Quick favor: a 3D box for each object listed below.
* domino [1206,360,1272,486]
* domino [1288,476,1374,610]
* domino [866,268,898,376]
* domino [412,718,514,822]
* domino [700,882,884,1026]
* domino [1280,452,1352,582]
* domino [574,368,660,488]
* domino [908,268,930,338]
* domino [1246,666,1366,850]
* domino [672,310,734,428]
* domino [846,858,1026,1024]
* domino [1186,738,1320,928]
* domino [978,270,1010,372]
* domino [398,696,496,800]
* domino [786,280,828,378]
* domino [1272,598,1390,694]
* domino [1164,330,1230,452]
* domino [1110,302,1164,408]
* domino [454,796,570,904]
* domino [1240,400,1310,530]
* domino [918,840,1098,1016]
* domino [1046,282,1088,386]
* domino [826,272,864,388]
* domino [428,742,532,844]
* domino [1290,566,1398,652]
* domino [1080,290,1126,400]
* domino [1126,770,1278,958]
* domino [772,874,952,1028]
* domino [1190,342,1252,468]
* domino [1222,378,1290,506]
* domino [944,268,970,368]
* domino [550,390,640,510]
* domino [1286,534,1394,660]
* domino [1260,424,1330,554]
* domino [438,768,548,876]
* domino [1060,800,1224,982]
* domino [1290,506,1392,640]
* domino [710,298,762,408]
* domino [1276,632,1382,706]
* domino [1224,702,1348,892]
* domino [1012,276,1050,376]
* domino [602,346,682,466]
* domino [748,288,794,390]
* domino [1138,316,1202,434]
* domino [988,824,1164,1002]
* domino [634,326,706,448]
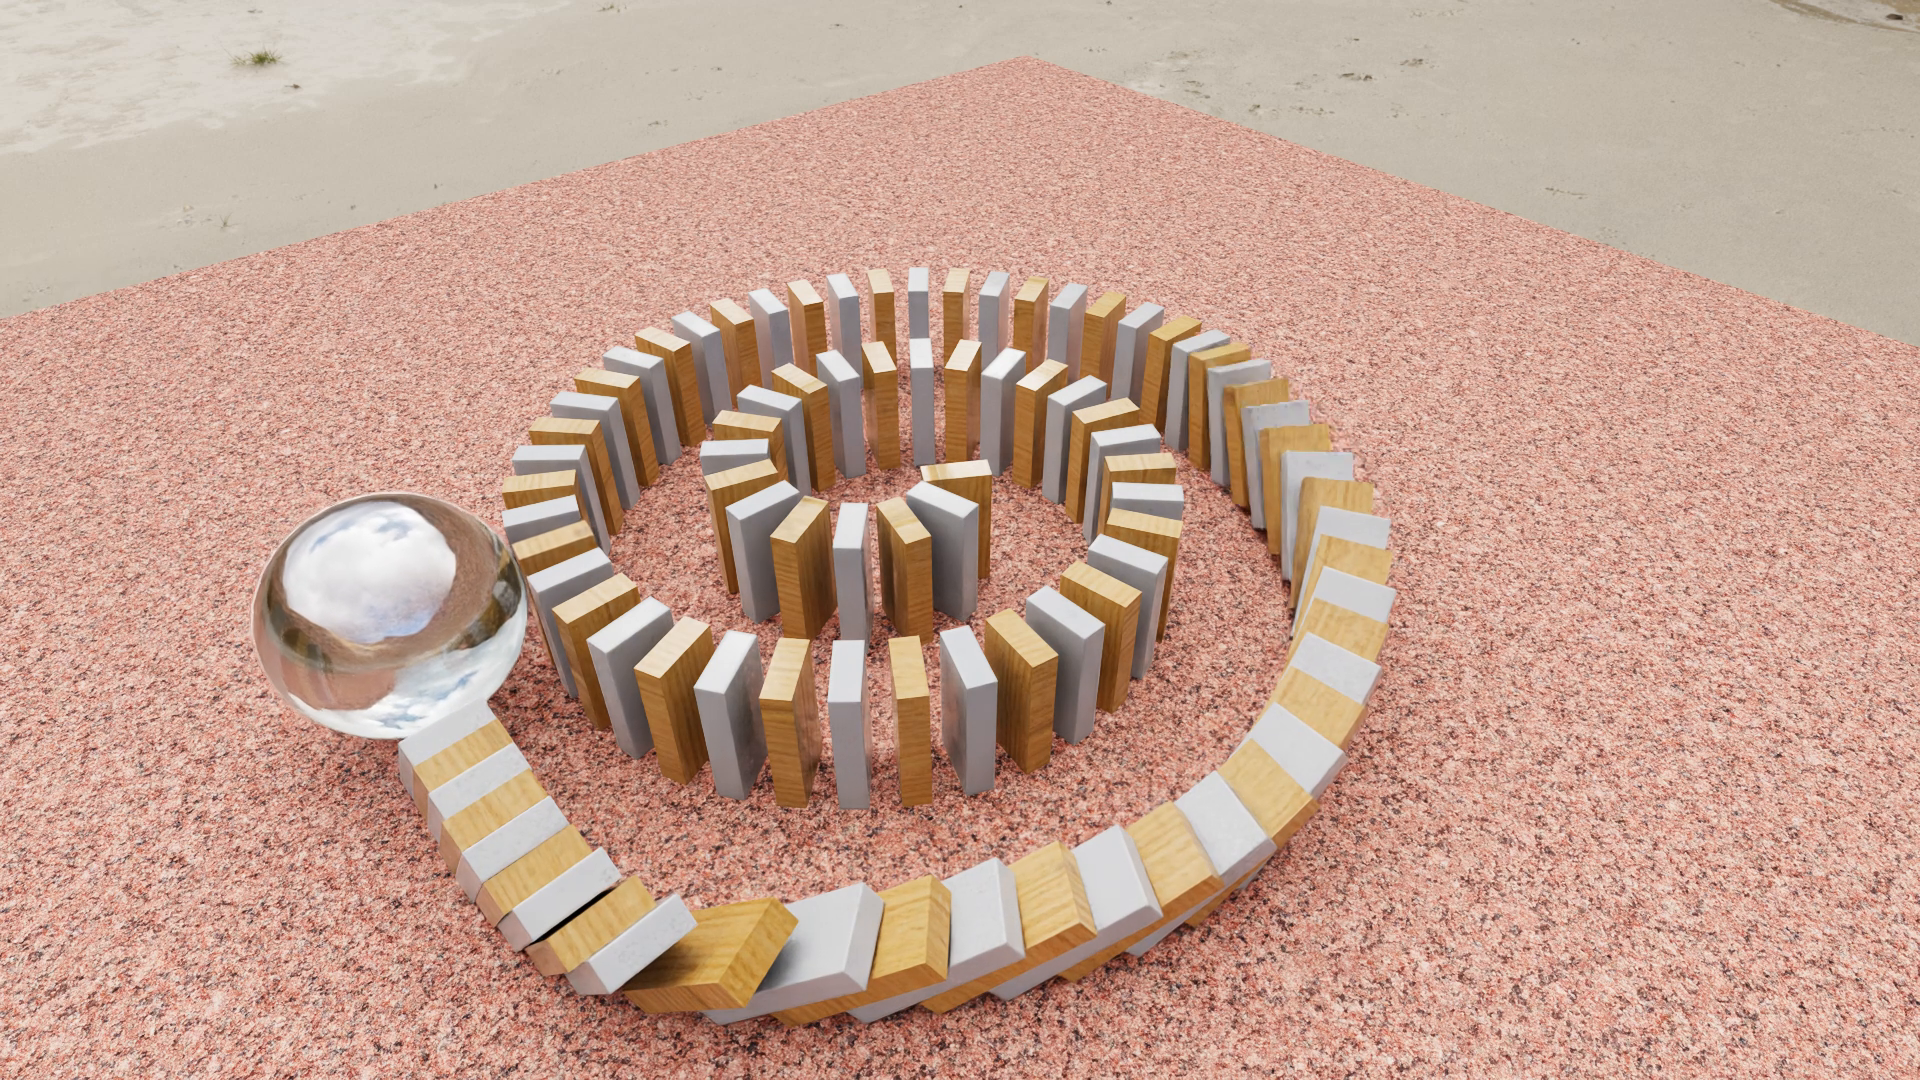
[{"bbox_3d":[0.121,-0.050,0.473,0.025,0.050,0.010,-12,20,-15],"label":"domino"},{"bbox_3d":[0.140,0.003,0.415,0.025,0.010,0.050,7,83,8],"label":"domino"},{"bbox_3d":[-0.038,-0.104,0.538,0.010,0.050,0.025,-7,40,-9],"label":"domino"},{"bbox_3d":[-0.149,0.070,0.328,0.025,0.050,0.009,-33,84,-34],"label":"domino"},{"bbox_3d":[-0.045,0.109,0.289,0.050,0.010,0.025,-24,31,26],"label":"domino"},{"bbox_3d":[0.139,-0.009,0.428,0.025,0.050,0.009,1,-5,1],"label":"domino"},{"bbox_3d":[-0.146,-0.048,0.470,0.025,0.050,0.009,12,41,14],"label":"domino"},{"bbox_3d":[-0.020,-0.105,0.540,0.009,0.050,0.025,0,39,-1],"label":"domino"},{"bbox_3d":[0.101,0.067,0.341,0.025,0.009,0.050,31,83,32],"label":"domino"},{"bbox_3d":[-0.118,-0.077,0.506,0.010,0.050,0.025,-31,49,-32],"label":"domino"},{"bbox_3d":[-0.008,0.107,0.293,0.050,0.009,0.025,-29,36,17],"label":"domino"},{"bbox_3d":[0.076,0.085,0.319,0.050,0.010,0.025,-45,49,2],"label":"domino"},{"bbox_3d":[0.016,-0.102,0.536,0.010,0.050,0.025,9,40,11],"label":"domino"},{"bbox_3d":[-0.156,0.065,0.335,0.025,0.050,0.010,-33,84,-34],"label":"domino"},{"bbox_3d":[-0.072,-0.096,0.529,0.009,0.050,0.025,-17,42,-19],"label":"domino"},{"bbox_3d":[0.120,0.047,0.364,0.025,0.010,0.050,22,80,25],"label":"domino"},{"bbox_3d":[0.106,-0.067,0.492,0.025,0.050,0.010,-22,40,-24],"label":"domino"},{"bbox_3d":[0.082,-0.082,0.512,0.010,0.050,0.025,26,46,28],"label":"domino"},{"bbox_3d":[-0.126,0.087,0.308,0.025,0.050,0.010,-33,85,-34],"label":"domino"},{"bbox_3d":[0.132,-0.031,0.452,0.025,0.050,0.010,-8,5,-9],"label":"domino"},{"bbox_3d":[0.010,0.104,0.296,0.050,0.010,0.025,-32,38,14],"label":"domino"},{"bbox_3d":[0.051,-0.094,0.527,0.009,0.050,0.025,16,42,19],"label":"domino"},{"bbox_3d":[-0.056,-0.101,0.535,0.009,0.050,0.025,-12,41,-14],"label":"domino"},{"bbox_3d":[-0.141,0.076,0.322,0.025,0.050,0.010,-33,84,-34],"label":"domino"},{"bbox_3d":[0.128,0.037,0.376,0.025,0.009,0.050,20,80,23],"label":"domino"},{"bbox_3d":[0.067,-0.089,0.520,0.009,0.050,0.025,21,44,23],"label":"domino"},{"bbox_3d":[0.061,0.091,0.311,0.050,0.009,0.025,-40,45,6],"label":"domino"},{"bbox_3d":[-0.026,0.109,0.290,0.050,0.009,0.025,-26,34,22],"label":"domino"},{"bbox_3d":[0.114,-0.059,0.483,0.025,0.050,0.009,-17,29,-19],"label":"domino"},{"bbox_3d":[0.126,-0.041,0.463,0.025,0.050,0.010,-11,12,-13],"label":"domino"},{"bbox_3d":[-0.002,-0.104,0.539,0.010,0.050,0.025,5,40,6],"label":"domino"},{"bbox_3d":[-0.151,-0.037,0.456,0.025,0.050,0.010,8,40,9],"label":"domino"},{"bbox_3d":[0.134,0.026,0.389,0.025,0.009,0.050,15,80,18],"label":"domino"},{"bbox_3d":[0.136,-0.020,0.441,0.025,0.050,0.010,-4,-1,-5],"label":"domino"},{"bbox_3d":[-0.134,0.082,0.314,0.025,0.050,0.010,-33,84,-34],"label":"domino"},{"bbox_3d":[0.045,0.097,0.304,0.050,0.010,0.025,-36,42,10],"label":"domino"},{"bbox_3d":[0.139,0.015,0.402,0.025,0.009,0.050,13,81,15],"label":"domino"},{"bbox_3d":[-0.104,-0.085,0.515,0.009,0.050,0.025,-25,46,-28],"label":"domino"},{"bbox_3d":[0.111,0.058,0.352,0.025,0.010,0.050,27,81,29],"label":"domino"},{"bbox_3d":[0.090,0.076,0.329,0.050,0.009,0.025,-50,53,-3],"label":"domino"},{"bbox_3d":[0.034,-0.099,0.532,0.009,0.050,0.025,13,41,15],"label":"domino"},{"bbox_3d":[-0.139,-0.058,0.483,0.025,0.050,0.009,17,42,20],"label":"domino"},{"bbox_3d":[-0.089,-0.091,0.523,0.009,0.050,0.025,-21,44,-23],"label":"domino"},{"bbox_3d":[0.096,-0.075,0.503,0.025,0.050,0.009,-30,48,-32],"label":"domino"},{"bbox_3d":[0.028,0.101,0.299,0.050,0.010,0.025,-33,40,13],"label":"domino"},{"bbox_3d":[-0.130,-0.068,0.495,0.025,0.050,0.009,24,45,27],"label":"domino"}]
